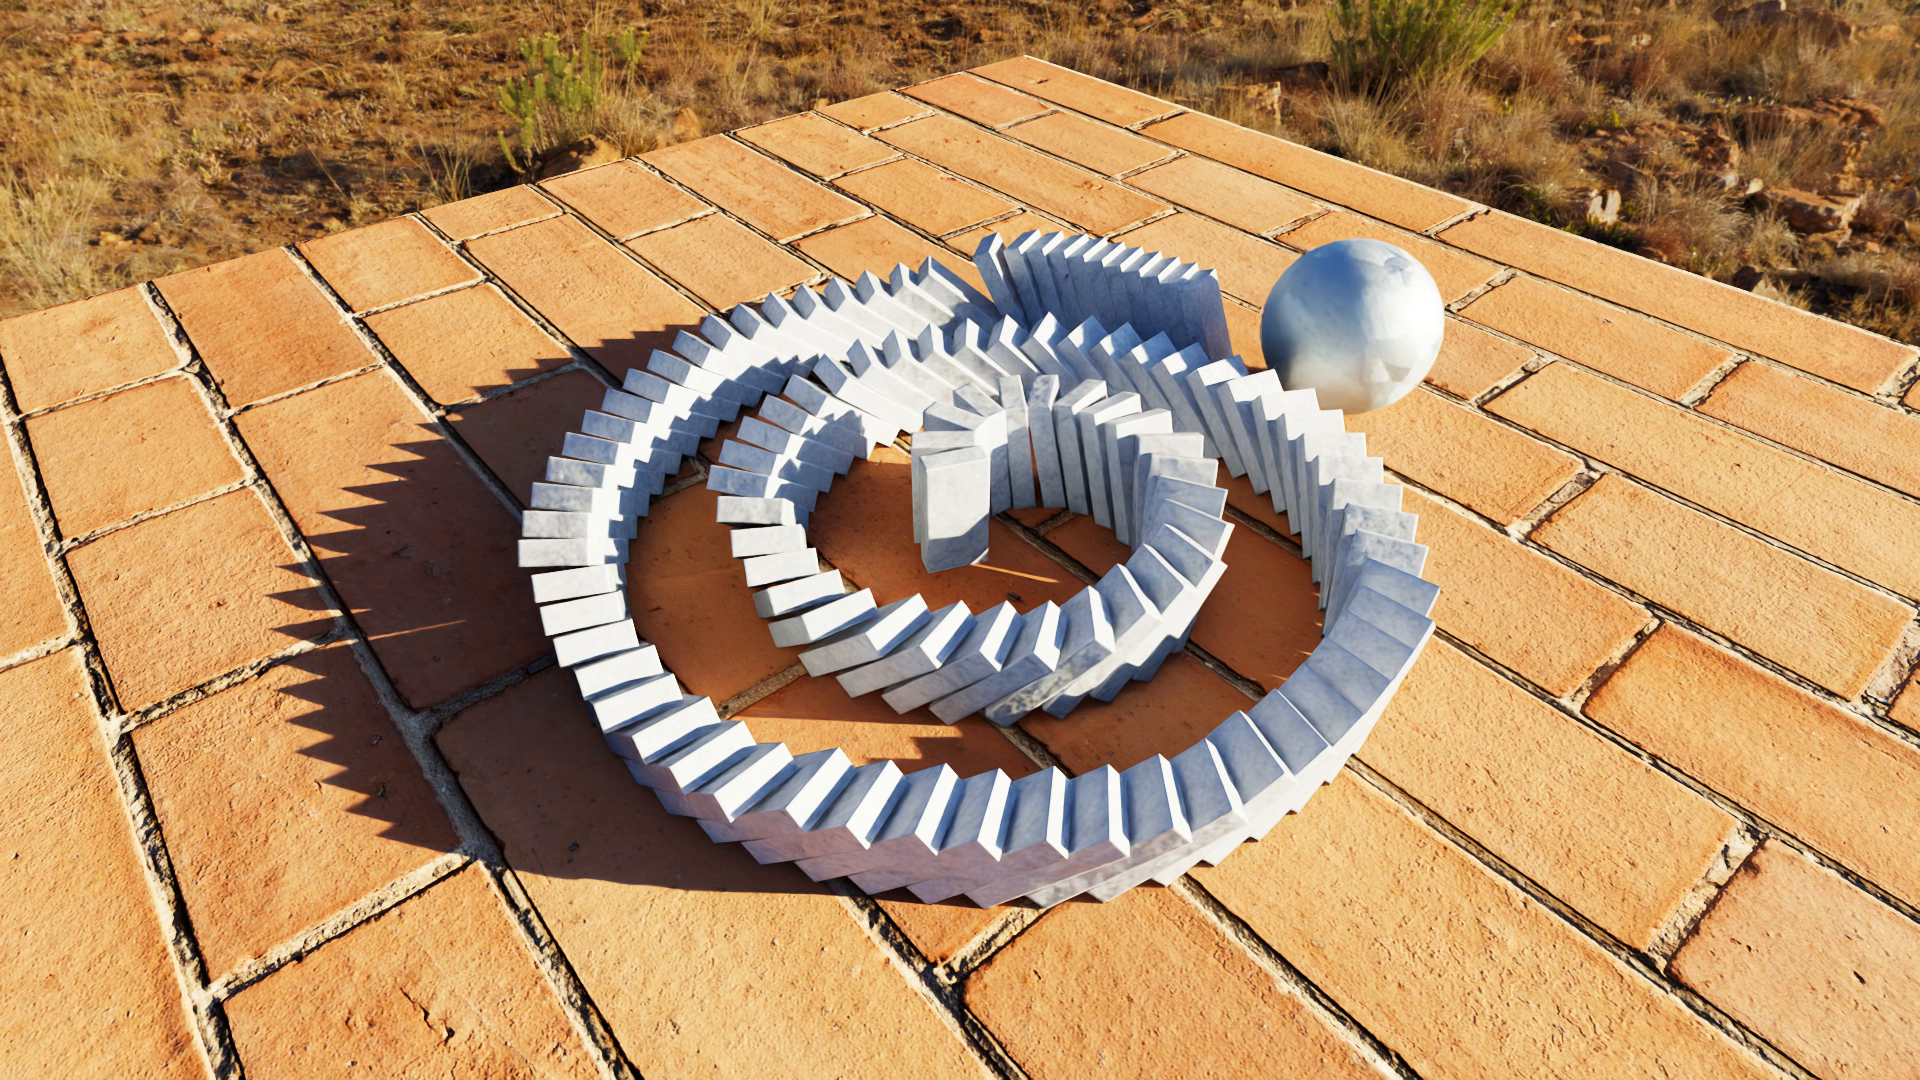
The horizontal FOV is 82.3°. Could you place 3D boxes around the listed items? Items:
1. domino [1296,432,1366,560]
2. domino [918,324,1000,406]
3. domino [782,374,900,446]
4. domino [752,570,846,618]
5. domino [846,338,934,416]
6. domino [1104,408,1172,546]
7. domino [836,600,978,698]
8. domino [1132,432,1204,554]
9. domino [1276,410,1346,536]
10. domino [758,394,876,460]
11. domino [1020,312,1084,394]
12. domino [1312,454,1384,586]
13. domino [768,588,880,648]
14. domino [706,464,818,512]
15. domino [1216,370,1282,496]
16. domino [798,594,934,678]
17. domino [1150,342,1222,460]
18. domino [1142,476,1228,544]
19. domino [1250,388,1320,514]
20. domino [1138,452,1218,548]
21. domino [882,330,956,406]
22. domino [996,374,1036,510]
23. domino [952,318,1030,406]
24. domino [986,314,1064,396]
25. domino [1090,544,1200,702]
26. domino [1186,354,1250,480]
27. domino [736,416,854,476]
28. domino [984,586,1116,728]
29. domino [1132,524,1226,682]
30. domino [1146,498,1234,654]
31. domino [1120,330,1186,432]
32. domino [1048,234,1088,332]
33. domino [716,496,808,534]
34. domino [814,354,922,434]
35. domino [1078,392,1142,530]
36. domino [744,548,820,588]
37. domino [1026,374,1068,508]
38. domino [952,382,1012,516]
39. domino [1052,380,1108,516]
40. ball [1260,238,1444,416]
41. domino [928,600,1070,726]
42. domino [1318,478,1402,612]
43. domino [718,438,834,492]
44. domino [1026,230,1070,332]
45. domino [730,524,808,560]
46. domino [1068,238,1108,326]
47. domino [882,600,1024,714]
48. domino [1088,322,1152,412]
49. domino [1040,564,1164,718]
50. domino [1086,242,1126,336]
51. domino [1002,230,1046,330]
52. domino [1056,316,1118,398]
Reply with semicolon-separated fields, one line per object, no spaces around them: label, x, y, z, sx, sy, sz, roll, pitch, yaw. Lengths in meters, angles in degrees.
domino;0.150;-0.018;0.441;0.025;0.009;0.050;0;79;-1
domino;0.003;-0.079;0.516;0.050;0.009;0.025;31;30;-28
domino;-0.052;-0.057;0.489;0.025;0.009;0.050;36;10;35
domino;-0.059;0.020;0.395;0.025;0.009;0.050;-16;0;-17
domino;-0.028;-0.073;0.508;0.050;0.010;0.025;27;23;-36
domino;0.074;-0.025;0.443;0.025;0.050;0.010;-16;20;-18
domino;-0.019;0.037;0.373;0.050;0.009;0.025;-25;15;47
domino;0.081;-0.017;0.432;0.025;0.050;0.009;-1;14;-2
domino;0.147;-0.028;0.454;0.025;0.010;0.050;-3;79;-5
domino;-0.061;-0.049;0.479;0.025;0.010;0.050;28;6;30
domino;0.052;-0.081;0.518;0.050;0.009;0.025;44;42;-12
domino;0.151;-0.007;0.429;0.025;0.010;0.050;3;79;3
domino;-0.049;0.028;0.385;0.025;0.009;0.050;-22;2;-23
domino;-0.079;-0.020;0.444;0.025;0.009;0.050;11;-1;14
domino;0.132;-0.047;0.477;0.025;0.009;0.050;-16;83;-19
domino;-0.033;0.033;0.378;0.025;0.009;0.050;-36;8;-36
domino;0.109;-0.062;0.495;0.025;0.010;0.050;-29;87;-31
domino;0.081;0.003;0.410;0.025;0.050;0.009;15;9;17
domino;0.142;-0.038;0.466;0.025;0.009;0.050;-8;80;-10
domino;0.083;-0.007;0.421;0.025;0.050;0.009;7;11;8
domino;-0.013;-0.076;0.513;0.050;0.009;0.025;29;27;-31
domino;0.024;-0.041;0.461;0.009;0.050;0.025;-8;39;1
domino;0.019;-0.081;0.518;0.050;0.009;0.025;34;33;-23
domino;0.035;-0.081;0.519;0.050;0.009;0.025;38;36;-19
domino;0.057;0.029;0.381;0.010;0.050;0.025;22;21;-42
domino;0.122;-0.055;0.487;0.025;0.009;0.050;-21;84;-24
domino;-0.069;-0.040;0.468;0.025;0.010;0.050;22;3;25
domino;0.029;0.040;0.369;0.010;0.050;0.025;36;31;-26
domino;0.069;0.022;0.388;0.010;0.050;0.025;16;21;-47
domino;0.077;0.013;0.398;0.025;0.050;0.009;25;11;28
domino;0.097;-0.068;0.503;0.025;0.009;0.050;-34;90;-35
domino;0.062;-0.130;0.570;0.010;0.050;0.025;3;34;38
domino;-0.076;-0.009;0.430;0.025;0.010;0.050;2;-3;3
domino;-0.041;-0.066;0.500;0.050;0.009;0.025;23;18;-45
domino;0.064;-0.033;0.451;0.025;0.050;0.010;-26;28;-29
domino;-0.066;0.011;0.406;0.025;0.009;0.050;-9;-1;-11
domino;0.038;-0.041;0.461;0.009;0.050;0.025;-2;38;15
domino;0.009;-0.037;0.457;0.009;0.050;0.025;-25;45;-20
domino;0.053;-0.038;0.458;0.009;0.050;0.025;14;39;37
ball;0.180;-0.098;0.507;0.080;0.080;0.080;0;39;0
domino;0.013;0.041;0.367;0.010;0.050;0.025;43;39;-17
domino;0.151;0.003;0.416;0.025;0.010;0.050;7;79;9
domino;-0.075;-0.030;0.456;0.025;0.009;0.050;17;1;20
domino;0.051;-0.132;0.572;0.010;0.050;0.025;-1;34;34
domino;-0.072;0.001;0.418;0.025;0.010;0.050;-5;-2;-6
domino;0.071;-0.127;0.566;0.010;0.050;0.025;3;34;37
domino;-0.003;0.040;0.369;0.050;0.009;0.025;-30;19;41
domino;0.083;-0.074;0.510;0.025;0.009;0.050;-39;94;-39
domino;0.044;0.035;0.374;0.010;0.050;0.025;28;24;-35
domino;0.080;-0.123;0.562;0.009;0.050;0.025;3;34;37
domino;0.040;-0.133;0.574;0.010;0.050;0.025;-3;33;35
domino;0.069;-0.079;0.516;0.050;0.009;0.025;50;48;-6
